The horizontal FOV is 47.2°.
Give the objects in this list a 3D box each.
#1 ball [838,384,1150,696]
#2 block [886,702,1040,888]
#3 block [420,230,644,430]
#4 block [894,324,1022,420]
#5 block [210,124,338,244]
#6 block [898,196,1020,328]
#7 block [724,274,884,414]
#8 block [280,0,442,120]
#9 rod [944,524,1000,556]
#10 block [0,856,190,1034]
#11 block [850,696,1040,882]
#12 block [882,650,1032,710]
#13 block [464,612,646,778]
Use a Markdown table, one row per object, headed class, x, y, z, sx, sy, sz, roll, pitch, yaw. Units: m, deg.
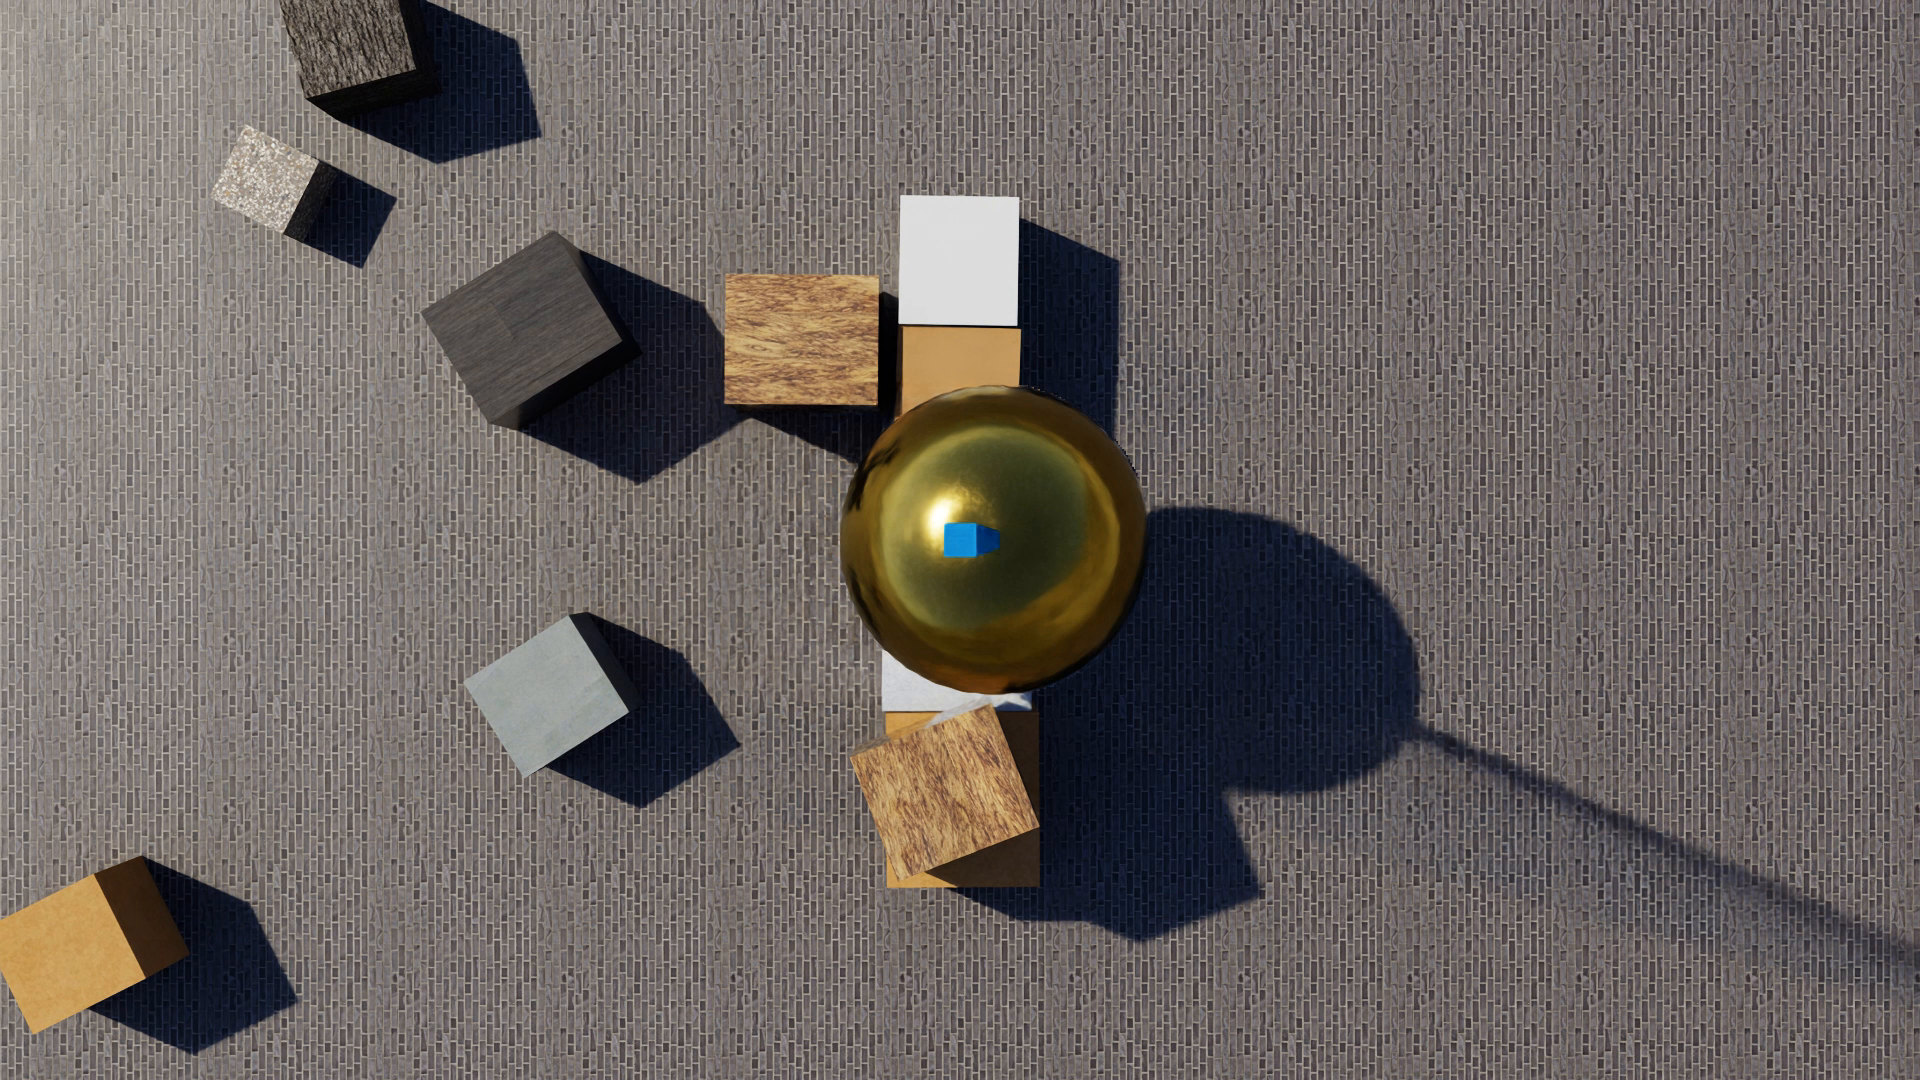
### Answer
| class | x | y | z | sx | sy | sz | roll | pitch | yaw |
| --- | --- | --- | --- | --- | --- | --- | --- | --- | --- |
| ball | 0.175 | 0.000 | 11.329 | 1.600 | 1.600 | 1.600 | 0 | 90 | 0 |
| block | 0.016 | 1.437 | 12.572 | 0.844 | 0.856 | 0.961 | 0 | 90 | 0 |
| block | -2.432 | -1.183 | 12.595 | 0.872 | 0.811 | 0.725 | -32 | 90 | 0 |
| block | -0.016 | -0.850 | 12.675 | 0.692 | 0.650 | 0.695 | 2 | 90 | 0 |
| block | -3.990 | -2.070 | 12.806 | 0.473 | 0.389 | 0.468 | 27 | 90 | 0 |
| block | -0.006 | -1.565 | 12.656 | 0.664 | 0.688 | 0.719 | 1 | 90 | 0 |
| block | -0.879 | -1.113 | 12.600 | 0.850 | 0.800 | 0.720 | 0 | 90 | 0 |
| block | -3.441 | -2.845 | 12.672 | 0.645 | 0.655 | 0.589 | -15 | 90 | 0 |
| rod | 0.076 | 0.000 | 7.931 | 0.080 | 5.200 | 0.080 | 0 | 90 | 2 |
| block | -5.009 | 2.314 | 12.641 | 0.703 | 0.717 | 0.654 | -27 | 90 | 0 |
| block | -0.079 | 1.314 | 11.801 | 0.793 | 0.686 | 0.693 | -21 | 90 | 0 |
| block | -0.018 | 0.604 | 12.634 | 0.834 | 0.732 | 0.699 | 0 | 90 | 0 |
| block | -2.327 | 0.882 | 12.684 | 0.700 | 0.632 | 0.644 | -32 | 90 | 0 |
